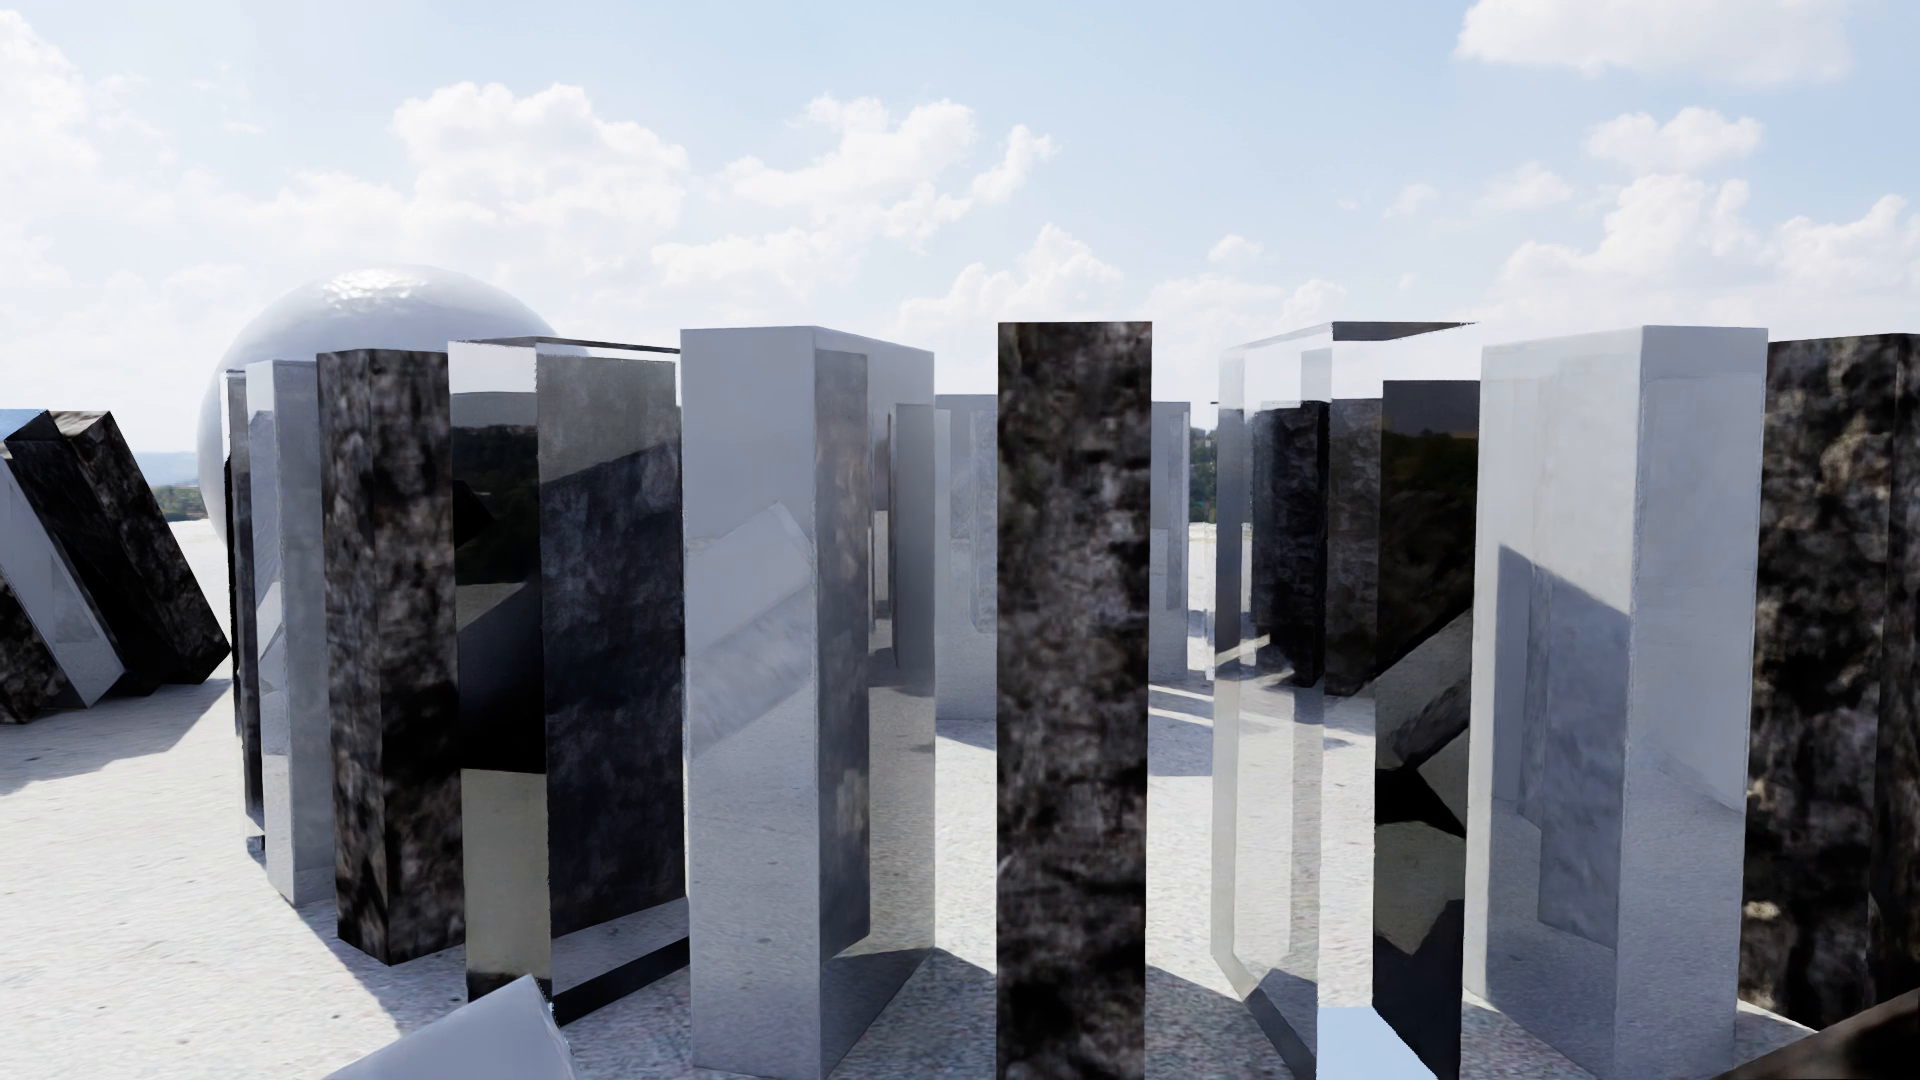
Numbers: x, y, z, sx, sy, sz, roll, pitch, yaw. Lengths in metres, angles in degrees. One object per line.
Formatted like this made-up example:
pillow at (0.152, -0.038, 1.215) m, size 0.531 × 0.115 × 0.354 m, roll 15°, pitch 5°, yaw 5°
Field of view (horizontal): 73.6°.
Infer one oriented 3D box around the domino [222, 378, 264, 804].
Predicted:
domino at (-0.075, 0.006, 0.159) m, size 0.025 × 0.050 × 0.009 m, roll -2°, pitch 5°, yaw -22°

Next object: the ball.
ball at (-0.116, -0.018, 0.273) m, size 0.080 × 0.080 × 0.080 m, roll 0°, pitch 4°, yaw 0°

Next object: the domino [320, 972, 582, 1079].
domino at (-0.027, 0.024, 0.014) m, size 0.050 × 0.009 × 0.025 m, roll -35°, pitch -11°, yaw 24°

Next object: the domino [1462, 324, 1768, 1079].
domino at (0.045, 0.010, 0.096) m, size 0.009 × 0.050 × 0.025 m, roll -1°, pitch 4°, yaw -13°

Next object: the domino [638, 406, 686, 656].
domino at (-0.063, -0.002, 0.266) m, size 0.025 × 0.050 × 0.009 m, roll 3°, pitch 5°, yaw 34°

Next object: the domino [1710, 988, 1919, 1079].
domino at (-0.009, 0.024, 0.011) m, size 0.050 × 0.010 × 0.025 m, roll -34°, pitch -6°, yaw 17°

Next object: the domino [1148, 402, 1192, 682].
domino at (0.033, 0.000, 0.240) m, size 0.009 × 0.050 × 0.025 m, roll -1°, pitch 4°, yaw -17°

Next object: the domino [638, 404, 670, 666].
domino at (-0.070, -0.002, 0.249) m, size 0.025 × 0.050 × 0.010 m, roll 5°, pitch 6°, yaw 24°

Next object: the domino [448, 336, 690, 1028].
domino at (-0.027, 0.010, 0.104) m, size 0.009 × 0.050 × 0.025 m, roll 3°, pitch 5°, yaw 32°

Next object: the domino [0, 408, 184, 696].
domino at (-0.150, 0.003, 0.208) m, size 0.025 × 0.050 × 0.010 m, roll 1°, pitch 35°, yaw 8°

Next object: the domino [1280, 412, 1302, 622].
domino at (0.085, -0.006, 0.316) m, size 0.009 × 0.050 × 0.025 m, roll 1°, pitch 4°, yaw 17°

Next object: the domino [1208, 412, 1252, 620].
domino at (0.067, -0.006, 0.320) m, size 0.009 × 0.050 × 0.025 m, roll 1°, pitch 4°, yaw 11°

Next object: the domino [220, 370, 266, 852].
domino at (-0.067, 0.007, 0.143) m, size 0.025 × 0.050 × 0.010 m, roll -3°, pitch 5°, yaw -33°

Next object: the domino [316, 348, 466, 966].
domino at (-0.042, 0.009, 0.115) m, size 0.010 × 0.050 × 0.025 m, roll 4°, pitch 6°, yaw 41°

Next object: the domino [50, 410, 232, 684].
domino at (-0.148, 0.002, 0.218) m, size 0.025 × 0.050 × 0.010 m, roll 1°, pitch 35°, yaw 8°

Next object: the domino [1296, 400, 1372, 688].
domino at (0.069, 0.000, 0.236) m, size 0.010 × 0.050 × 0.025 m, roll 2°, pitch 5°, yaw 22°

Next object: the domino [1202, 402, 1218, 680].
domino at (0.051, -0.001, 0.241) m, size 0.009 × 0.050 × 0.025 m, roll 1°, pitch 4°, yaw 9°

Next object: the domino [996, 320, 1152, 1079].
domino at (0.008, 0.011, 0.093) m, size 0.009 × 0.050 × 0.025 m, roll 0°, pitch 4°, yaw 4°

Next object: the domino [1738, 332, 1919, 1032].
domino at (0.063, 0.010, 0.102) m, size 0.010 × 0.050 × 0.025 m, roll -2°, pitch 5°, yaw -25°

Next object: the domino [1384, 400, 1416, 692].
domino at (0.085, 0.001, 0.227) m, size 0.009 × 0.050 × 0.025 m, roll 3°, pitch 6°, yaw 39°

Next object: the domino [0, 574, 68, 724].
domino at (-0.155, 0.005, 0.186) m, size 0.025 × 0.050 × 0.009 m, roll 1°, pitch 35°, yaw 8°

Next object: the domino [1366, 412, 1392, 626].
domino at (0.102, -0.006, 0.309) m, size 0.009 × 0.050 × 0.025 m, roll 2°, pitch 5°, yaw 23°

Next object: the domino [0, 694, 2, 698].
domino at (-0.158, 0.005, 0.175) m, size 0.025 × 0.050 × 0.009 m, roll 1°, pitch 35°, yaw 8°

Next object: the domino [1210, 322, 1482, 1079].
domino at (0.027, 0.011, 0.093) m, size 0.010 × 0.050 × 0.025 m, roll 0°, pitch 4°, yaw -4°

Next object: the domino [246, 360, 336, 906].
domino at (-0.055, 0.008, 0.128) m, size 0.025 × 0.050 × 0.009 m, roll -4°, pitch 6°, yaw -42°

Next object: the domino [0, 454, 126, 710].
domino at (-0.153, 0.004, 0.197) m, size 0.025 × 0.050 × 0.009 m, roll 1°, pitch 35°, yaw 8°

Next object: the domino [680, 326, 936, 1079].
domino at (-0.010, 0.010, 0.096) m, size 0.009 × 0.050 × 0.025 m, roll 1°, pitch 4°, yaw 17°

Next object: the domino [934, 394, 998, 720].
domino at (0.000, 0.002, 0.201) m, size 0.025 × 0.050 × 0.009 m, roll 0°, pitch 4°, yaw 0°
